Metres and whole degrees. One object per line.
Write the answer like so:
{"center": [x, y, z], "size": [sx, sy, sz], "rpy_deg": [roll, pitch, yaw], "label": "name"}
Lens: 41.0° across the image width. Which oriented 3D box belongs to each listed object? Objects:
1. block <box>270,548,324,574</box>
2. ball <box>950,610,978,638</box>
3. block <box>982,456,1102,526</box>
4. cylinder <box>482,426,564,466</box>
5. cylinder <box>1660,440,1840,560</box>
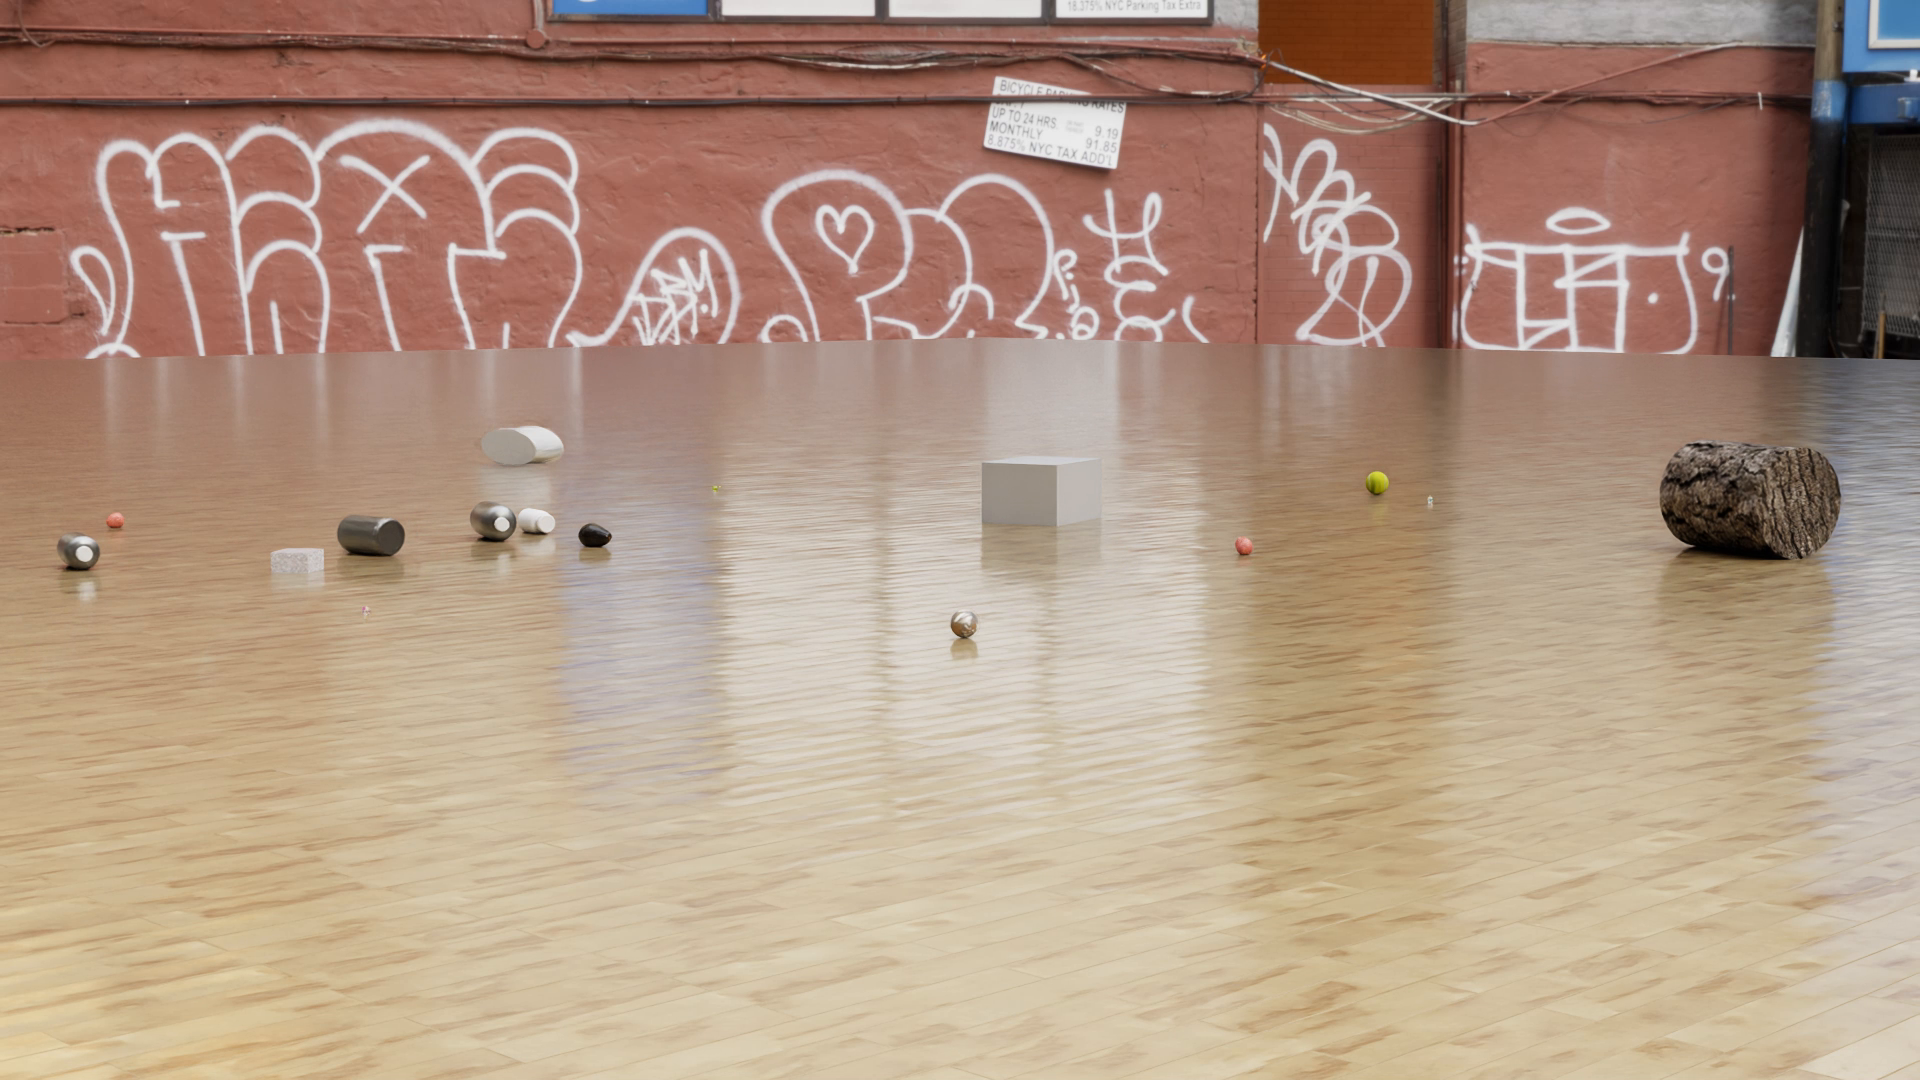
{"center": [-1.484, 0.046, 5.747], "size": [0.086, 0.045, 0.093], "rpy_deg": [1, 6, 8], "label": "block"}
{"center": [0.008, 0.153, 4.680], "size": [0.052, 0.052, 0.052], "rpy_deg": [0, 6, 0], "label": "ball"}
{"center": [0.223, -0.134, 6.929], "size": [0.223, 0.162, 0.283], "rpy_deg": [3, 7, 28], "label": "block"}
{"center": [-1.533, -0.330, 8.988], "size": [0.223, 0.127, 0.179], "rpy_deg": [11, 9, 22], "label": "cylinder"}
{"center": [1.881, -0.100, 6.116], "size": [0.259, 0.261, 0.329], "rpy_deg": [-21, 14, -22], "label": "cylinder"}
